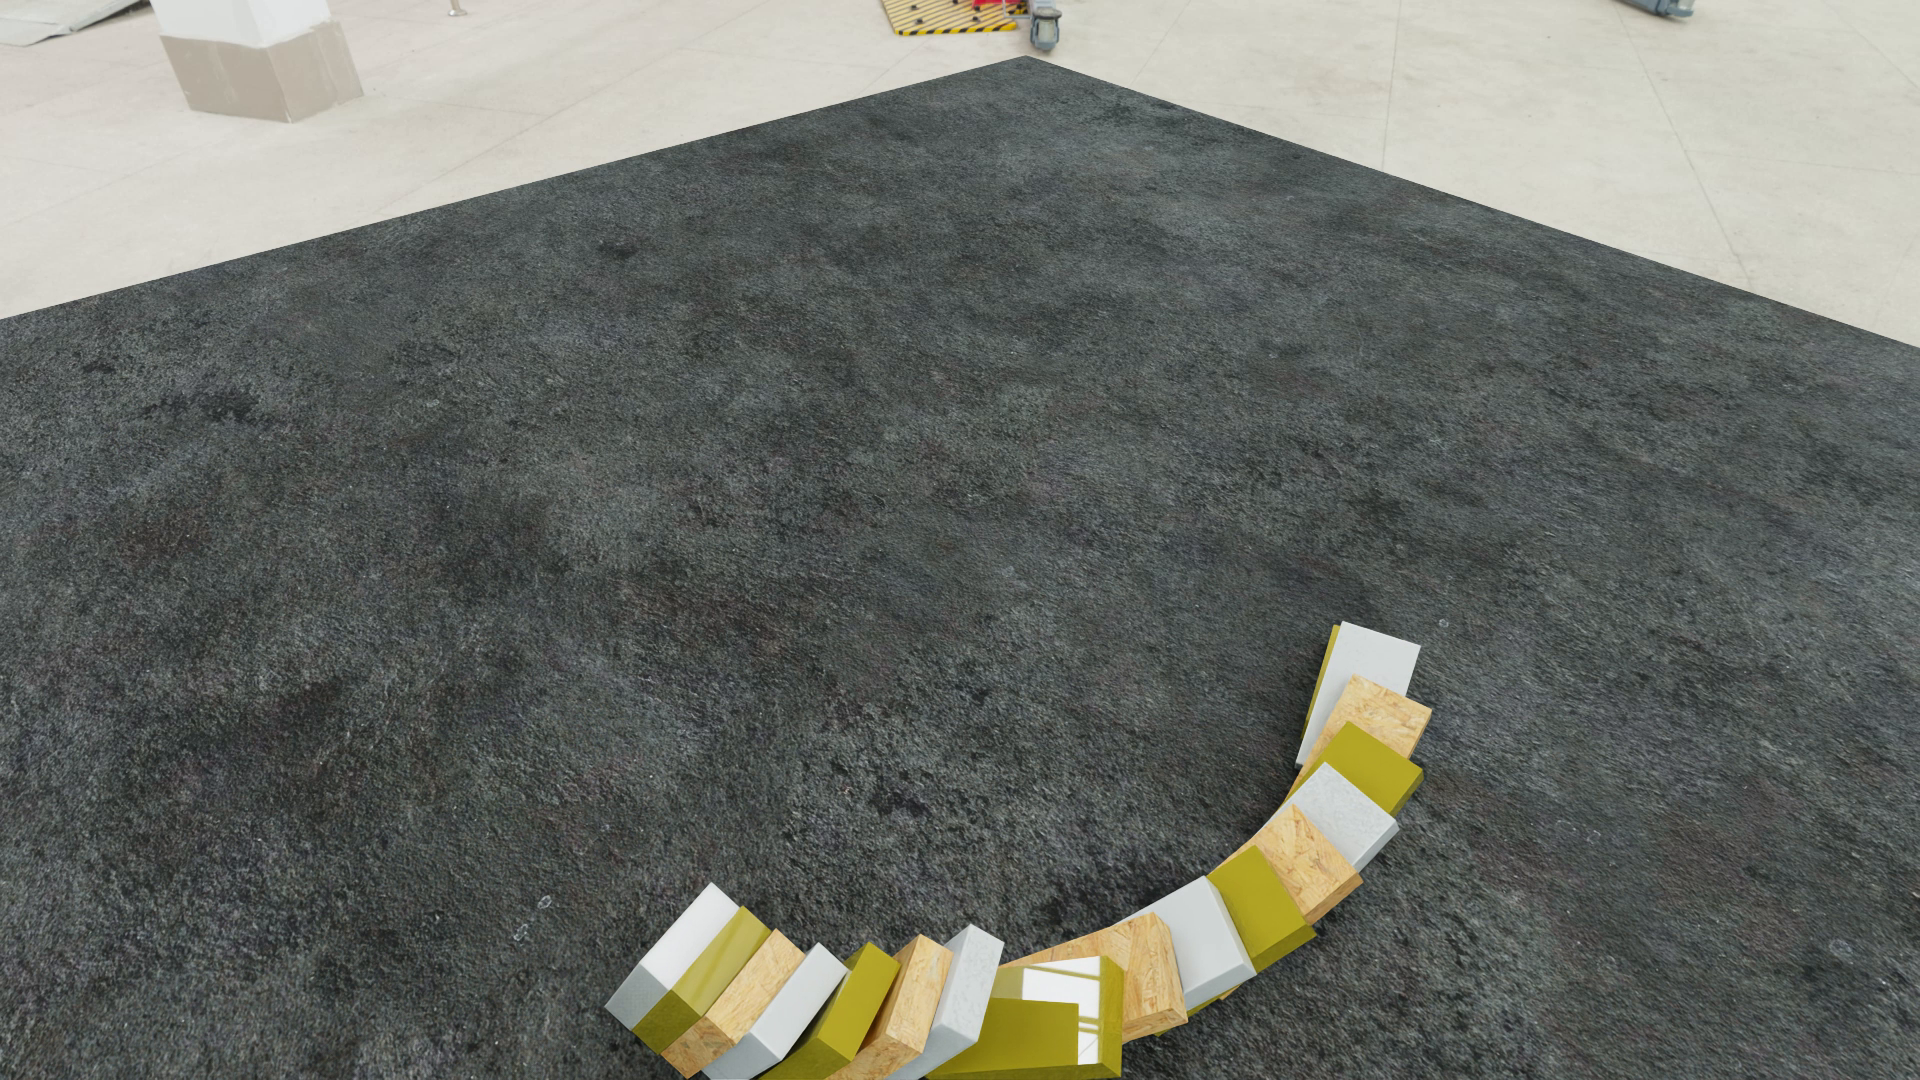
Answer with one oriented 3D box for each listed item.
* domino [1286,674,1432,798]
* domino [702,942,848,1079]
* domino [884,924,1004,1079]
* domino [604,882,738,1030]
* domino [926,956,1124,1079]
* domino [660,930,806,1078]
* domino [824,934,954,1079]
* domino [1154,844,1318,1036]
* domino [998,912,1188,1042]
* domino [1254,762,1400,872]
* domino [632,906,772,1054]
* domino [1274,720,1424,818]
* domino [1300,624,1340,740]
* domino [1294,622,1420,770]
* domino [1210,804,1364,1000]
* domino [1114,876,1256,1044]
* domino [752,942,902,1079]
[{"bbox_3d":[0.122,0.069,0.340,0.025,0.009,0.050,26,76,28],"label":"domino"},{"bbox_3d":[-0.046,0.118,0.269,0.009,0.050,0.025,41,49,3],"label":"domino"},{"bbox_3d":[-0.008,0.117,0.270,0.009,0.050,0.025,31,42,-7],"label":"domino"},{"bbox_3d":[-0.074,0.107,0.282,0.009,0.050,0.025,41,49,3],"label":"domino"},{"bbox_3d":[0.016,0.120,0.274,0.050,0.009,0.025,-19,40,28],"label":"domino"},{"bbox_3d":[-0.057,0.115,0.272,0.009,0.050,0.025,41,49,3],"label":"domino"},{"bbox_3d":[-0.020,0.118,0.268,0.009,0.050,0.025,32,42,-6],"label":"domino"},{"bbox_3d":[0.066,0.107,0.293,0.050,0.010,0.025,-36,42,8],"label":"domino"},{"bbox_3d":[0.031,0.116,0.281,0.050,0.010,0.025,-27,37,19],"label":"domino"},{"bbox_3d":[0.097,0.091,0.313,0.050,0.010,0.025,-45,50,-3],"label":"domino"},{"bbox_3d":[-0.066,0.111,0.277,0.009,0.050,0.025,41,49,3],"label":"domino"},{"bbox_3d":[0.111,0.081,0.326,0.025,0.009,0.050,36,81,35],"label":"domino"},{"bbox_3d":[0.136,0.052,0.380,0.025,0.010,0.050,17,42,19],"label":"domino"},{"bbox_3d":[0.129,0.054,0.357,0.025,0.009,0.050,18,73,20],"label":"domino"},{"bbox_3d":[0.082,0.099,0.303,0.050,0.010,0.025,-40,47,1],"label":"domino"},{"bbox_3d":[0.049,0.112,0.287,0.050,0.010,0.025,-33,40,12],"label":"domino"},{"bbox_3d":[-0.033,0.119,0.268,0.009,0.050,0.025,36,45,-2],"label":"domino"}]
